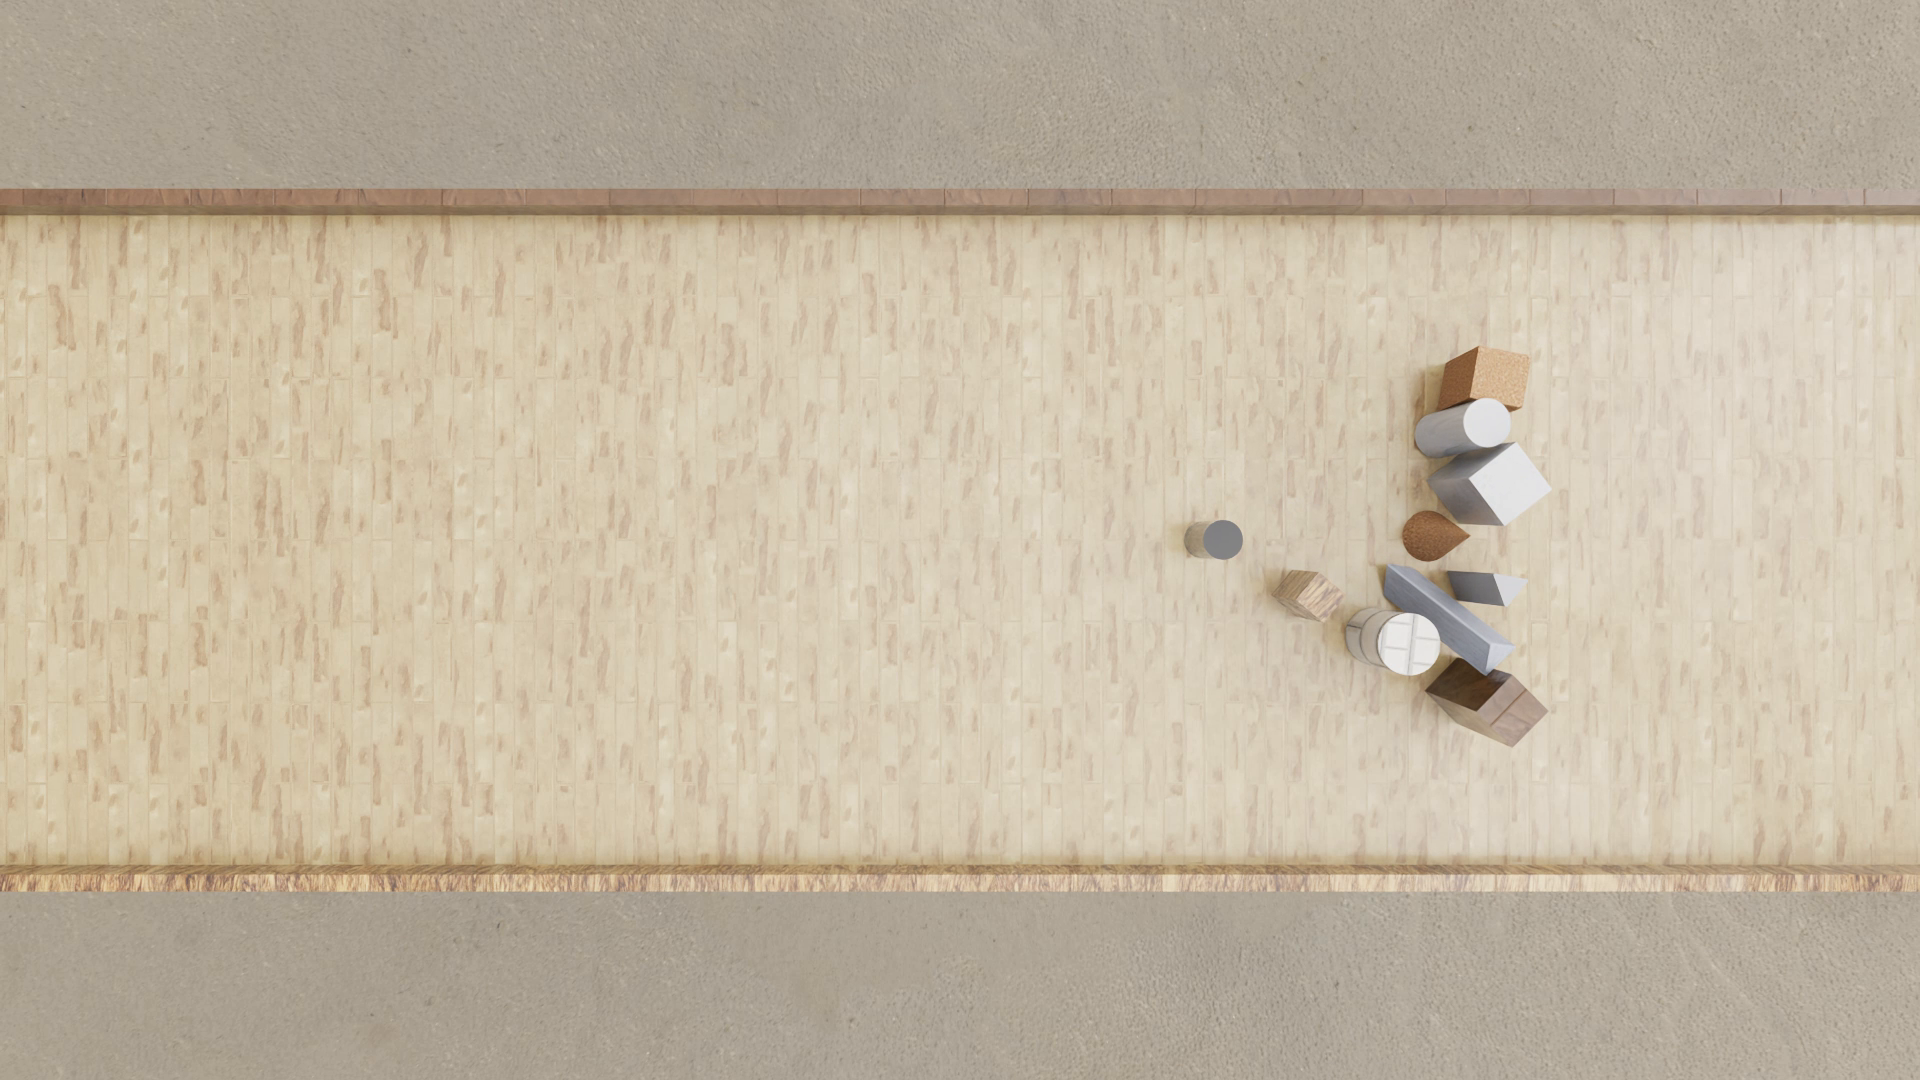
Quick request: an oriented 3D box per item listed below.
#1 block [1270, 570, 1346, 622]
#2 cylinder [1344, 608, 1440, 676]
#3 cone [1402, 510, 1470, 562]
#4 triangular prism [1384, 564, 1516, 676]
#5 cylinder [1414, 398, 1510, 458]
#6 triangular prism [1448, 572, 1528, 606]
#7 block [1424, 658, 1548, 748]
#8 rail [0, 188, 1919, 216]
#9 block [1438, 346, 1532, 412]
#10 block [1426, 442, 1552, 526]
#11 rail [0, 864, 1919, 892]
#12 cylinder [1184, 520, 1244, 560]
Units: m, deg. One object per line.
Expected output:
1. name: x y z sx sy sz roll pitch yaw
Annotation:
1. block: 1.029 0.163 4.887 0.103 0.380 0.103 40 90 0
2. cylinder: 1.272 0.295 4.873 0.176 0.407 0.176 0 90 0
3. cone: 1.440 -0.012 4.861 0.157 0.431 0.157 0 90 0
4. triangular prism: 1.453 0.216 4.898 0.105 0.441 0.121 -21 130 -21
5. cylinder: 1.485 -0.328 4.886 0.141 0.368 0.141 0 88 -6
6. triangular prism: 1.533 0.123 4.854 0.084 0.445 0.097 40 90 0
7. block: 1.540 0.471 4.847 0.146 0.452 0.146 45 90 -3
8. rail: -2.247 -1.025 5.002 12.000 0.150 0.050 0 90 0
9. block: 1.558 -0.463 4.914 0.155 0.317 0.155 11 87 0
10. block: 1.555 -0.164 4.872 0.170 0.405 0.170 -38 92 0
11. rail: -2.247 1.025 5.001 12.000 0.150 0.050 0 90 0
12. cylinder: 0.746 0.000 4.877 0.114 0.399 0.114 0 90 0
